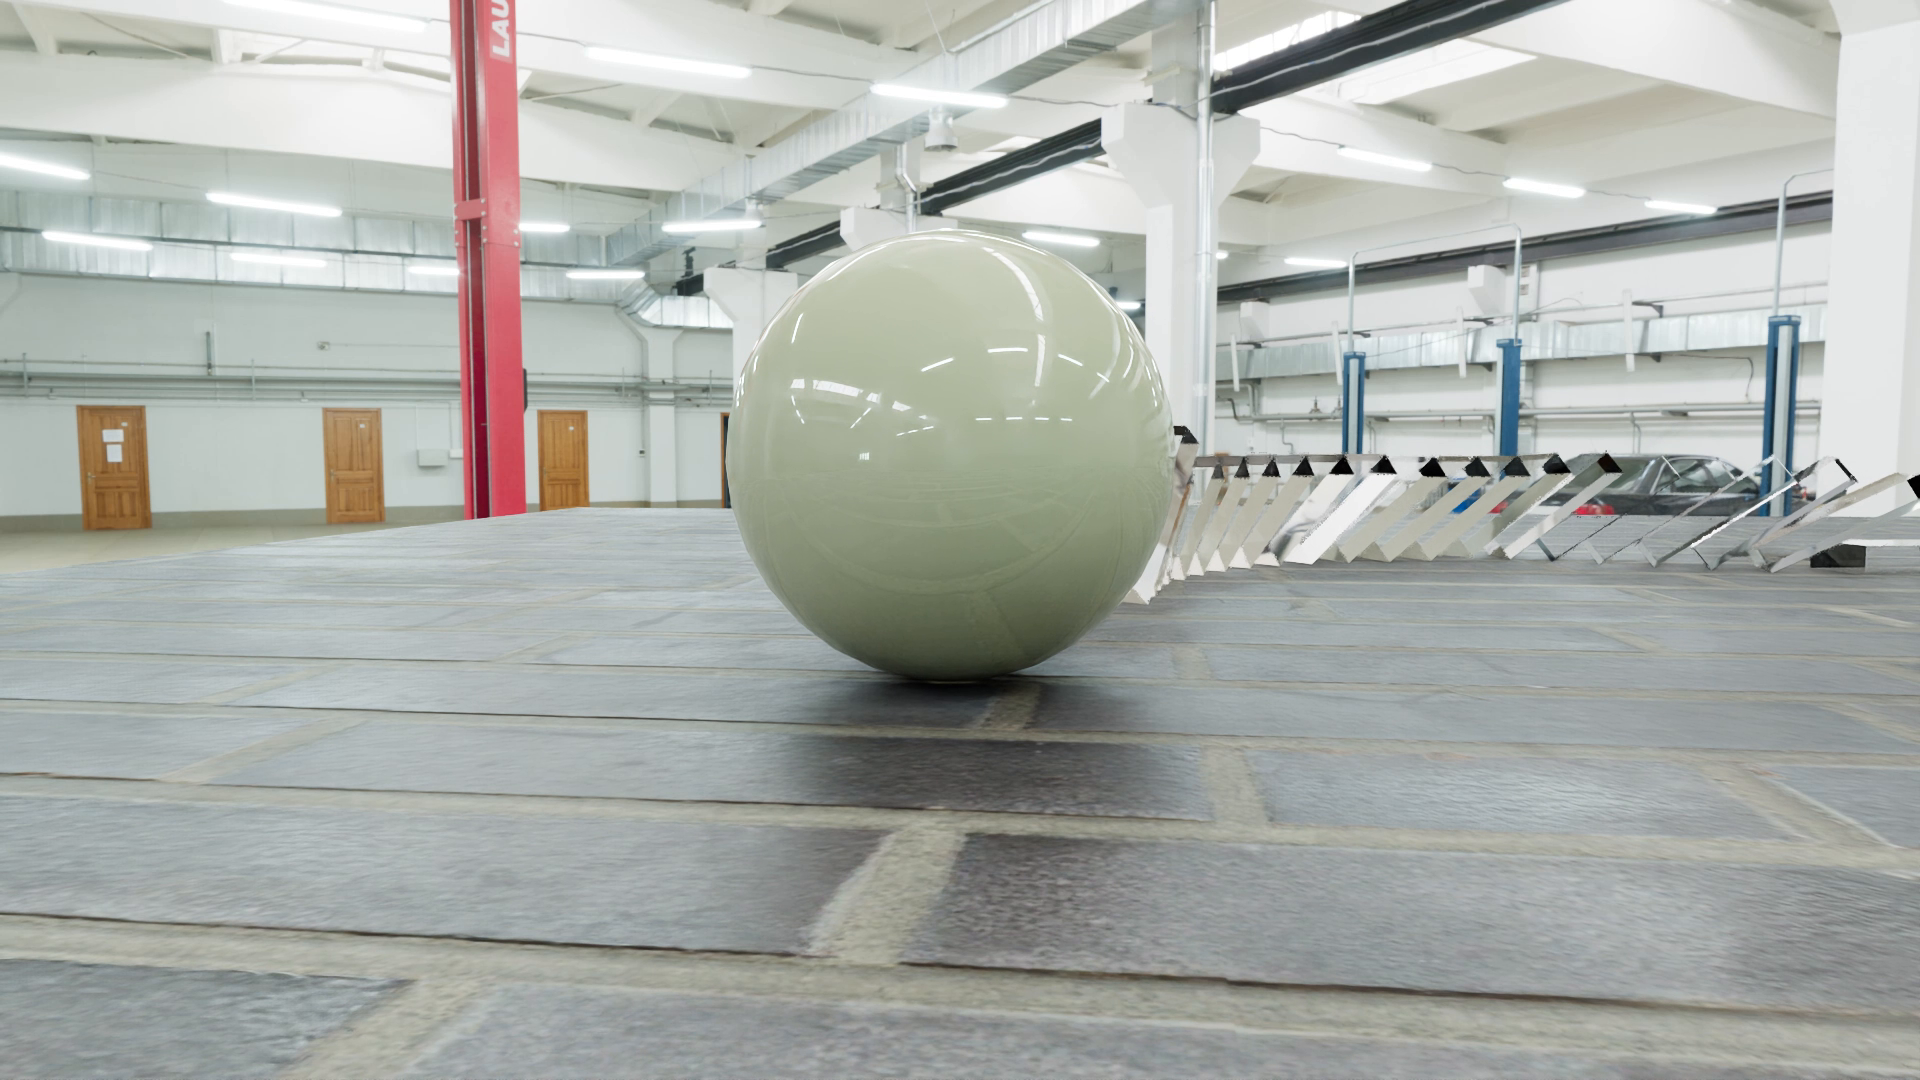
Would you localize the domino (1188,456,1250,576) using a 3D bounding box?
[{"bbox_3d":[0.078,-0.009,0.435,0.025,0.009,0.050,3,43,34],"label":"domino"}]

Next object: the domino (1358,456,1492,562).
[{"bbox_3d":[0.169,-0.012,0.475,0.050,0.009,0.025,-38,10,-6],"label":"domino"}]

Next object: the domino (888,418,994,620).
[{"bbox_3d":[-0.004,-0.006,0.316,0.025,0.050,0.010,0,-23,0],"label":"domino"}]

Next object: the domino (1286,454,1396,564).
[{"bbox_3d":[0.134,-0.012,0.471,0.050,0.009,0.025,-43,20,-17],"label":"domino"}]

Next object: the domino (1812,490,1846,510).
[{"bbox_3d":[0.305,-0.017,0.478,0.025,0.010,0.050,1,4,13],"label":"domino"}]

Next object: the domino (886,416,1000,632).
[{"bbox_3d":[-0.004,-0.004,0.295,0.025,0.050,0.009,0,-23,0],"label":"domino"}]

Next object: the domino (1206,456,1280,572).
[{"bbox_3d":[0.090,-0.010,0.447,0.025,0.009,0.050,3,43,40],"label":"domino"}]

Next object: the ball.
[{"bbox_3d":[-0.002,-0.015,0.230,0.080,0.080,0.080,0,4,0],"label":"ball"}]

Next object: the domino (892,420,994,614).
[{"bbox_3d":[-0.004,-0.006,0.327,0.025,0.050,0.010,0,-23,0],"label":"domino"}]

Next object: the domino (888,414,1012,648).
[{"bbox_3d":[-0.002,-0.002,0.274,0.025,0.050,0.010,0,-23,0],"label":"domino"}]

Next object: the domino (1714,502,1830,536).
[{"bbox_3d":[0.310,-0.009,0.491,0.025,0.010,0.050,1,4,17],"label":"domino"}]

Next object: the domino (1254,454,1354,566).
[{"bbox_3d":[0.118,-0.012,0.465,0.050,0.010,0.025,-45,26,-23],"label":"domino"}]

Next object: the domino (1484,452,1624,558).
[{"bbox_3d":[0.219,-0.013,0.479,0.050,0.009,0.025,-39,-1,6],"label":"domino"}]

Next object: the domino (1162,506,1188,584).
[{"bbox_3d":[0.057,-0.007,0.407,0.025,0.010,0.050,1,42,21],"label":"domino"}]

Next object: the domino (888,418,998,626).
[{"bbox_3d":[-0.004,-0.005,0.306,0.025,0.050,0.009,0,-23,0],"label":"domino"}]

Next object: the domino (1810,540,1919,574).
[{"bbox_3d":[0.318,0.006,0.430,0.050,0.010,0.025,0,4,-3],"label":"domino"}]

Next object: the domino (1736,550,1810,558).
[{"bbox_3d":[0.314,0.000,0.507,0.025,0.010,0.050,1,4,17],"label":"domino"}]

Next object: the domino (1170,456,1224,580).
[{"bbox_3d":[0.068,-0.008,0.421,0.025,0.010,0.050,2,43,29],"label":"domino"}]

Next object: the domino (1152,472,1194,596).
[{"bbox_3d":[0.051,-0.005,0.376,0.025,0.009,0.050,5,43,23],"label":"domino"}]

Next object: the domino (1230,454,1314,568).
[{"bbox_3d":[0.103,-0.011,0.457,0.025,0.009,0.050,4,44,47],"label":"domino"}]

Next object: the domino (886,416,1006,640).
[{"bbox_3d":[-0.003,-0.003,0.284,0.025,0.050,0.009,0,-23,0],"label":"domino"}]

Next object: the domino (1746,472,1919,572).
[{"bbox_3d":[0.291,-0.006,0.427,0.050,0.010,0.025,-30,-7,20],"label":"domino"}]

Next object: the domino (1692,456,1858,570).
[{"bbox_3d":[0.274,-0.009,0.434,0.050,0.009,0.025,-40,-13,25],"label":"domino"}]

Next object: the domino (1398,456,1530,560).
[{"bbox_3d":[0.184,-0.012,0.478,0.050,0.010,0.025,-38,10,-6],"label":"domino"}]

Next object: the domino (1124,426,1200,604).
[{"bbox_3d":[0.046,-0.008,0.354,0.025,0.050,0.009,4,-26,39],"label":"domino"}]

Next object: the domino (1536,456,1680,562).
[{"bbox_3d":[0.234,-0.011,0.464,0.050,0.010,0.025,-40,-15,25],"label":"domino"}]

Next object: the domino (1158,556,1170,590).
[{"bbox_3d":[0.053,-0.006,0.392,0.025,0.010,0.050,2,42,20],"label":"domino"}]

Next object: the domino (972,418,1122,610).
[{"bbox_3d":[0.023,-0.007,0.341,0.009,0.050,0.025,29,-13,-33],"label":"domino"}]

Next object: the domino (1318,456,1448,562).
[{"bbox_3d":[0.152,-0.012,0.474,0.050,0.010,0.025,-39,13,-9],"label":"domino"}]

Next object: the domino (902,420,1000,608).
[{"bbox_3d":[-0.002,-0.007,0.338,0.025,0.050,0.010,0,-24,0],"label":"domino"}]

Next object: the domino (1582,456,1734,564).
[{"bbox_3d":[0.247,-0.010,0.454,0.050,0.009,0.025,-40,-17,28],"label":"domino"}]

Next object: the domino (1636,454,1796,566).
[{"bbox_3d":[0.260,-0.010,0.443,0.050,0.009,0.025,-40,-14,28],"label":"domino"}]

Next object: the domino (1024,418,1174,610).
[{"bbox_3d":[0.037,-0.007,0.340,0.009,0.050,0.025,29,-13,-33],"label":"domino"}]

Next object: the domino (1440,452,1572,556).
[{"bbox_3d":[0.201,-0.013,0.482,0.050,0.009,0.025,-38,7,-7],"label":"domino"}]
